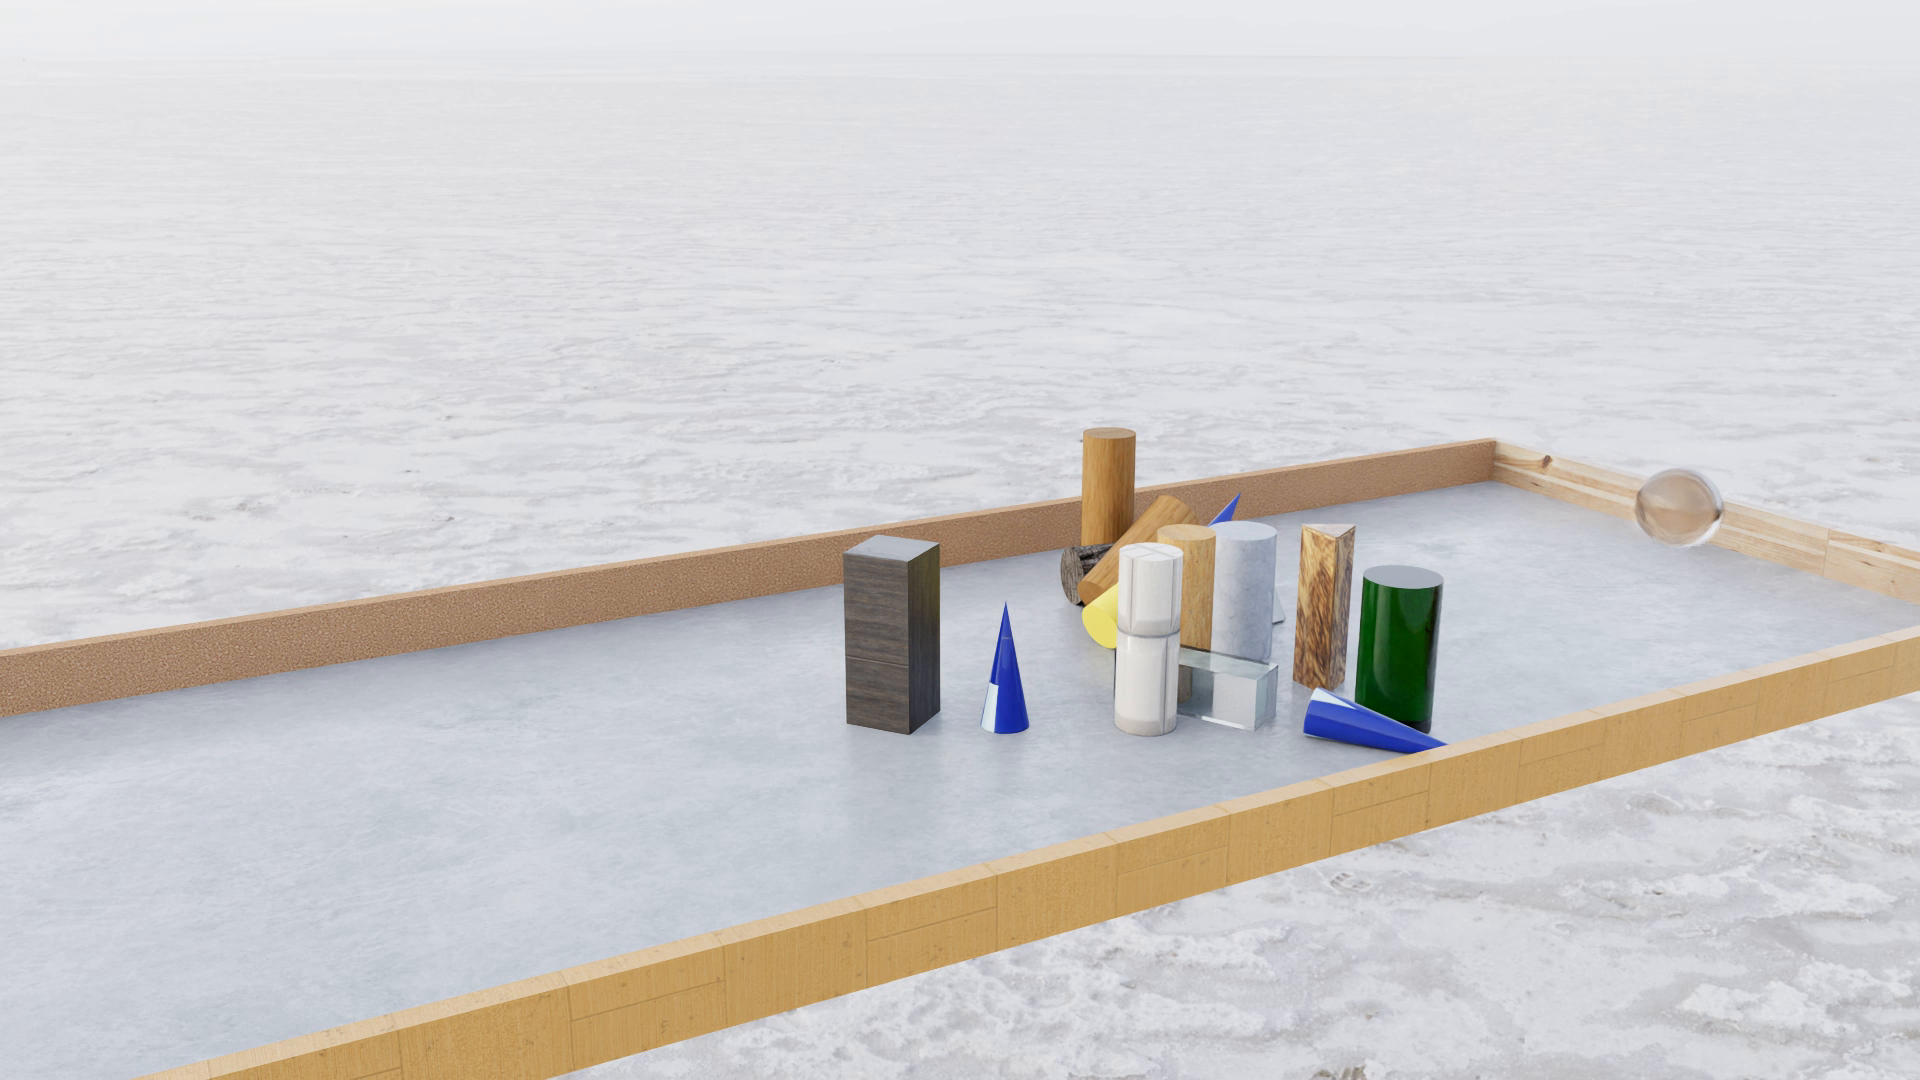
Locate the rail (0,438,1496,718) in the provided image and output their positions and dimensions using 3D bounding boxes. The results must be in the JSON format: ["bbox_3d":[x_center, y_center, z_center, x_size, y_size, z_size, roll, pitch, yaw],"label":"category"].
[{"bbox_3d":[-3.305,0.497,3.399,12.000,0.150,0.050,-9,18,-27],"label":"rail"}]

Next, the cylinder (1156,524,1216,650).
[{"bbox_3d":[0.555,0.168,4.094,0.144,0.389,0.144,0,16,0],"label":"cylinder"}]

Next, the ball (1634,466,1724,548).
[{"bbox_3d":[2.286,-0.103,5.247,0.259,0.259,0.259,0,16,0],"label":"ball"}]

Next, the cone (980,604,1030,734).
[{"bbox_3d":[0.105,0.286,3.836,0.116,0.308,0.116,0,16,0],"label":"cone"}]

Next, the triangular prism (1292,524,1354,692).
[{"bbox_3d":[0.886,0.164,4.074,0.111,0.407,0.128,10,19,30],"label":"triangular prism"}]

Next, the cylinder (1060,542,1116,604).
[{"bbox_3d":[0.480,0.086,4.773,0.342,0.164,0.164,-6,17,-20],"label":"cylinder"}]

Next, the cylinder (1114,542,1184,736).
[{"bbox_3d":[0.436,0.231,3.817,0.145,0.425,0.145,0,16,0],"label":"cylinder"}]

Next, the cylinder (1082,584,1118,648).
[{"bbox_3d":[0.512,0.133,4.452,0.394,0.132,0.132,-34,33,-30],"label":"cylinder"}]

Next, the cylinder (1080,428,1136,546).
[{"bbox_3d":[0.437,-0.096,4.880,0.155,0.452,0.155,0,16,0],"label":"cylinder"}]

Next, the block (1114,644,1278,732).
[{"bbox_3d":[0.564,0.341,3.968,0.370,0.127,0.127,10,19,32],"label":"block"}]

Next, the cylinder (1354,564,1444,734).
[{"bbox_3d":[1.015,0.259,3.828,0.180,0.365,0.180,0,16,0],"label":"cylinder"}]

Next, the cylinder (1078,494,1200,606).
[{"bbox_3d":[0.501,0.051,4.617,0.154,0.154,0.369,17,54,45],"label":"cylinder"}]

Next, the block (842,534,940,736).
[{"bbox_3d":[-0.157,0.220,3.862,0.165,0.420,0.165,8,18,24],"label":"block"}]

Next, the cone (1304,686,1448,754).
[{"bbox_3d":[1.009,0.451,3.718,0.447,0.118,0.118,16,22,23],"label":"cone"}]

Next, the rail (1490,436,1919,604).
[{"bbox_3d":[2.466,-0.048,5.253,0.050,0.150,2.100,-9,18,-27],"label":"rail"}]

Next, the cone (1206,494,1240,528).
[{"bbox_3d":[0.708,0.007,4.680,0.154,0.354,0.154,32,-10,6],"label":"cone"}]

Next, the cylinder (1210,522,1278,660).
[{"bbox_3d":[0.731,0.134,4.309,0.176,0.331,0.176,0,17,0],"label":"cylinder"}]

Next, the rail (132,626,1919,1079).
[{"bbox_3d":[-2.336,1.006,1.665,12.000,0.150,0.050,-9,18,-27],"label":"rail"}]

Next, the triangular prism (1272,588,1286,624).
[{"bbox_3d":[0.731,0.167,4.535,0.320,0.135,0.155,-12,20,-35],"label":"triangular prism"}]
